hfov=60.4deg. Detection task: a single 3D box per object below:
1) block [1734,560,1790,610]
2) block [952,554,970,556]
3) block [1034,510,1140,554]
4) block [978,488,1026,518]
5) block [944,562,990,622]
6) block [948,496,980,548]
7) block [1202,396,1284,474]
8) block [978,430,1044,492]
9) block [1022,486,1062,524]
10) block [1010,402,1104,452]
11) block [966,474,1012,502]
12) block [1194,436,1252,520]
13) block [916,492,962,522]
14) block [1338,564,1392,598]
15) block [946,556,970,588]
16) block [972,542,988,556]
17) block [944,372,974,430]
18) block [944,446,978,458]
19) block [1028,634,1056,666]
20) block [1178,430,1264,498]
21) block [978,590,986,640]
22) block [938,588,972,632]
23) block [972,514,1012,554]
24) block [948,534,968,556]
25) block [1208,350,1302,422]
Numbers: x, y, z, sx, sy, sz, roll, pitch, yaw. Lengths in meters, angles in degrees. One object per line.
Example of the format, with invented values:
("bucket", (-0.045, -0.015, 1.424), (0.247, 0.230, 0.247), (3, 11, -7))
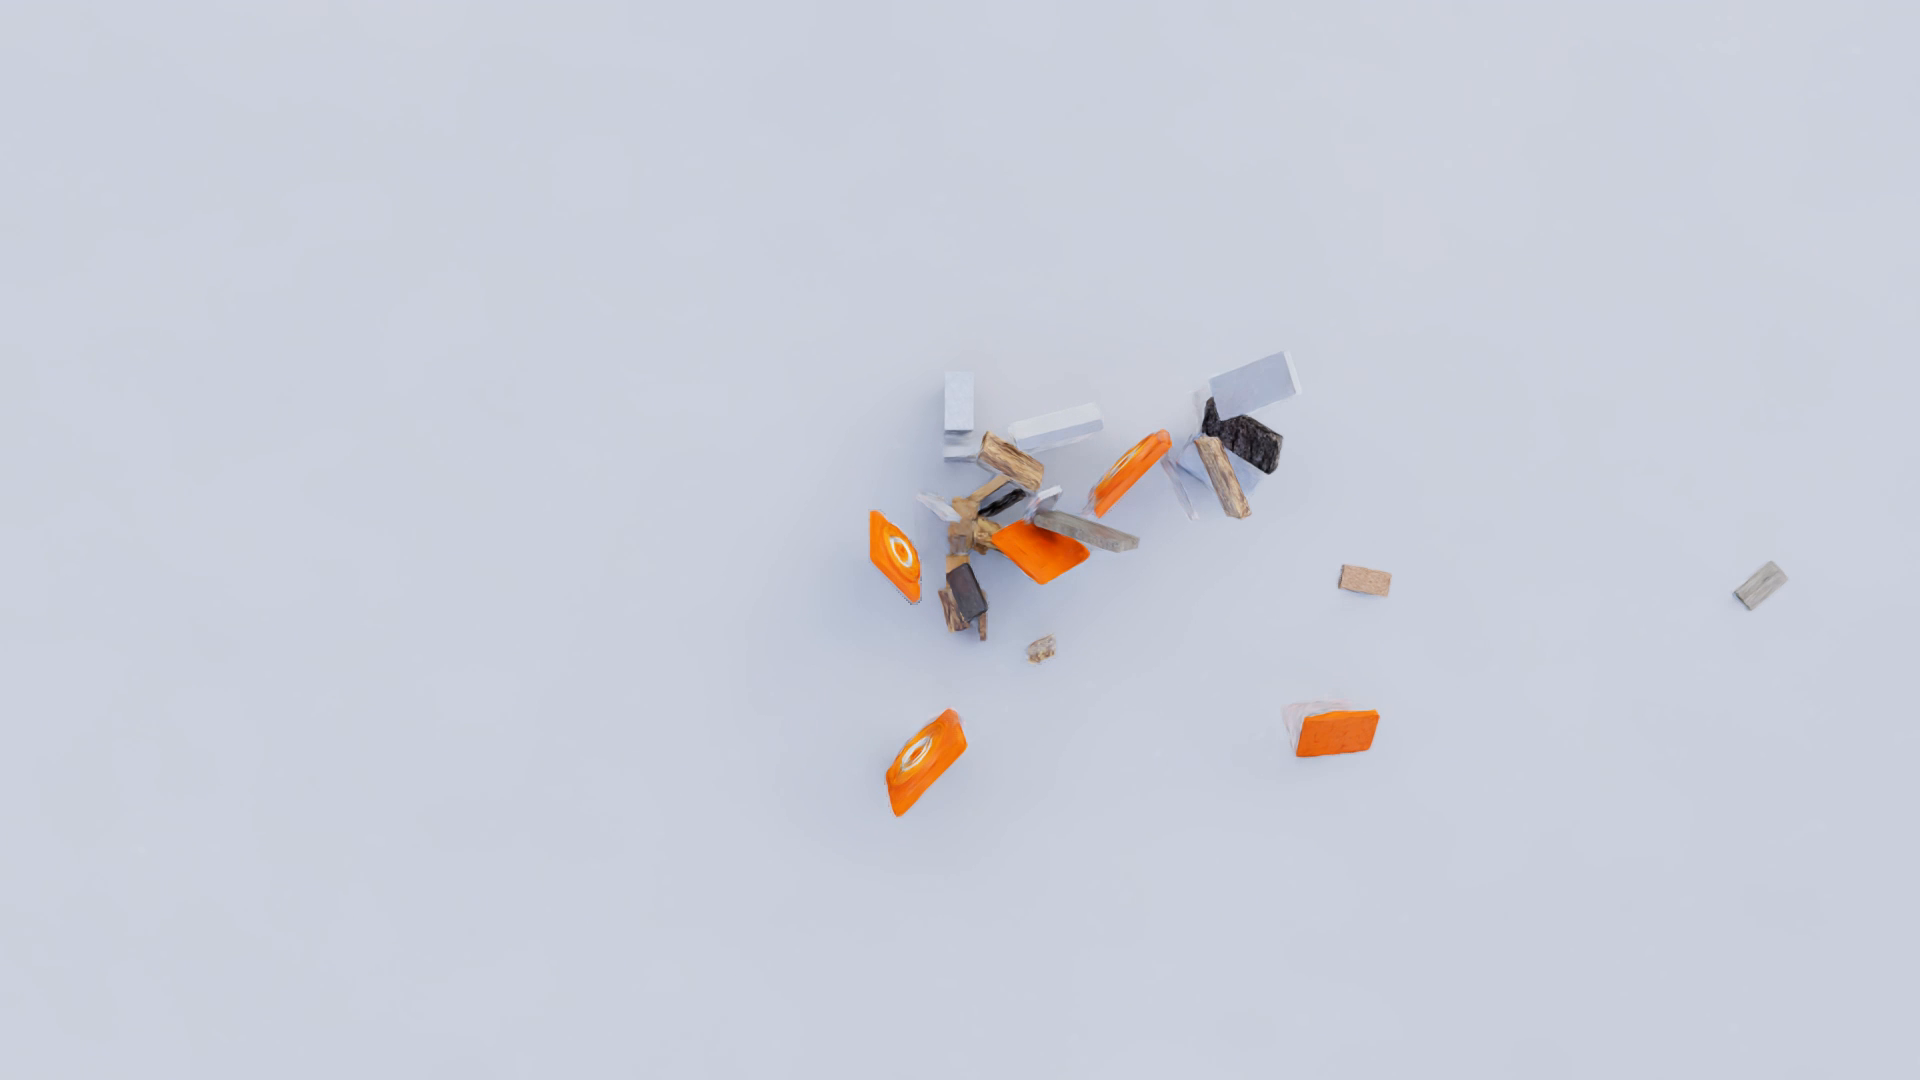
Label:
("block", (2.667, 0.152, 5.489), (0.161, 0.023, 0.081), (-40, 90, 0))
("block", (0.003, 0.100, 5.473), (0.055, 0.016, 0.111), (-1, 111, 0))
("block", (0.406, -0.029, 5.311), (0.325, 0.128, 0.036), (20, 108, 34))
("block", (0.136, -0.116, 5.456), (0.171, 0.086, 0.024), (-30, 101, 0))
("block", (0.023, 0.169, 5.368), (0.086, 0.024, 0.172), (-31, 71, 22))
("block", (0.011, -0.058, 5.428), (0.085, 0.024, 0.171), (19, 129, 14))
("block", (0.917, -0.343, 5.371), (0.284, 0.142, 0.040), (36, 55, 29))
("block", (0.166, -0.252, 5.297), (0.222, 0.111, 0.031), (31, 130, -14))
("block", (0.267, -0.112, 5.366), (0.085, 0.171, 0.024), (-22, 70, -26))
("block", (0.310, -0.367, 5.334), (0.283, 0.142, 0.040), (-14, 117, 0))
("block", (0.111, -0.177, 5.387), (0.222, 0.111, 0.031), (-34, 89, 39))
("block", (0.795, -0.190, 4.995), (0.036, 0.128, 0.256), (-27, 101, -9))
("block", (-0.069, -0.108, 5.381), (0.148, 0.074, 0.021), (40, 112, 33))
("block", (1.349, 0.135, 5.489), (0.161, 0.023, 0.081), (11, 90, 0))
("block", (-0.007, 0.124, 5.462), (0.074, 0.021, 0.149), (0, 111, 0))
("block", (0.090, -0.006, 5.474), (0.016, 0.055, 0.111), (33, 90, 42))
("block", (-0.003, -0.446, 5.301), (0.093, 0.026, 0.186), (0, 90, 0))
("block", (0.003, -0.289, 5.388), (0.111, 0.222, 0.031), (-2, 92, 0))
("block", (0.270, 0.359, 5.407), (0.086, 0.172, 0.024), (-24, 100, 10))
("block", (0.856, -0.234, 5.431), (0.256, 0.036, 0.128), (36, 124, 5))
("block", (0.073, 0.249, 5.459), (0.023, 0.081, 0.161), (-2, 90, -1))
("block", (-0.018, 0.229, 5.468), (0.074, 0.021, 0.148), (-13, 102, 9))
("block", (0.103, -0.018, 5.408), (0.024, 0.172, 0.086), (-23, 61, 32))
("block", (-0.004, 0.035, 5.462), (0.055, 0.016, 0.111), (-5, 123, 3))
("block", (0.929, -0.484, 5.203), (0.283, 0.040, 0.142), (-19, 86, 40))
